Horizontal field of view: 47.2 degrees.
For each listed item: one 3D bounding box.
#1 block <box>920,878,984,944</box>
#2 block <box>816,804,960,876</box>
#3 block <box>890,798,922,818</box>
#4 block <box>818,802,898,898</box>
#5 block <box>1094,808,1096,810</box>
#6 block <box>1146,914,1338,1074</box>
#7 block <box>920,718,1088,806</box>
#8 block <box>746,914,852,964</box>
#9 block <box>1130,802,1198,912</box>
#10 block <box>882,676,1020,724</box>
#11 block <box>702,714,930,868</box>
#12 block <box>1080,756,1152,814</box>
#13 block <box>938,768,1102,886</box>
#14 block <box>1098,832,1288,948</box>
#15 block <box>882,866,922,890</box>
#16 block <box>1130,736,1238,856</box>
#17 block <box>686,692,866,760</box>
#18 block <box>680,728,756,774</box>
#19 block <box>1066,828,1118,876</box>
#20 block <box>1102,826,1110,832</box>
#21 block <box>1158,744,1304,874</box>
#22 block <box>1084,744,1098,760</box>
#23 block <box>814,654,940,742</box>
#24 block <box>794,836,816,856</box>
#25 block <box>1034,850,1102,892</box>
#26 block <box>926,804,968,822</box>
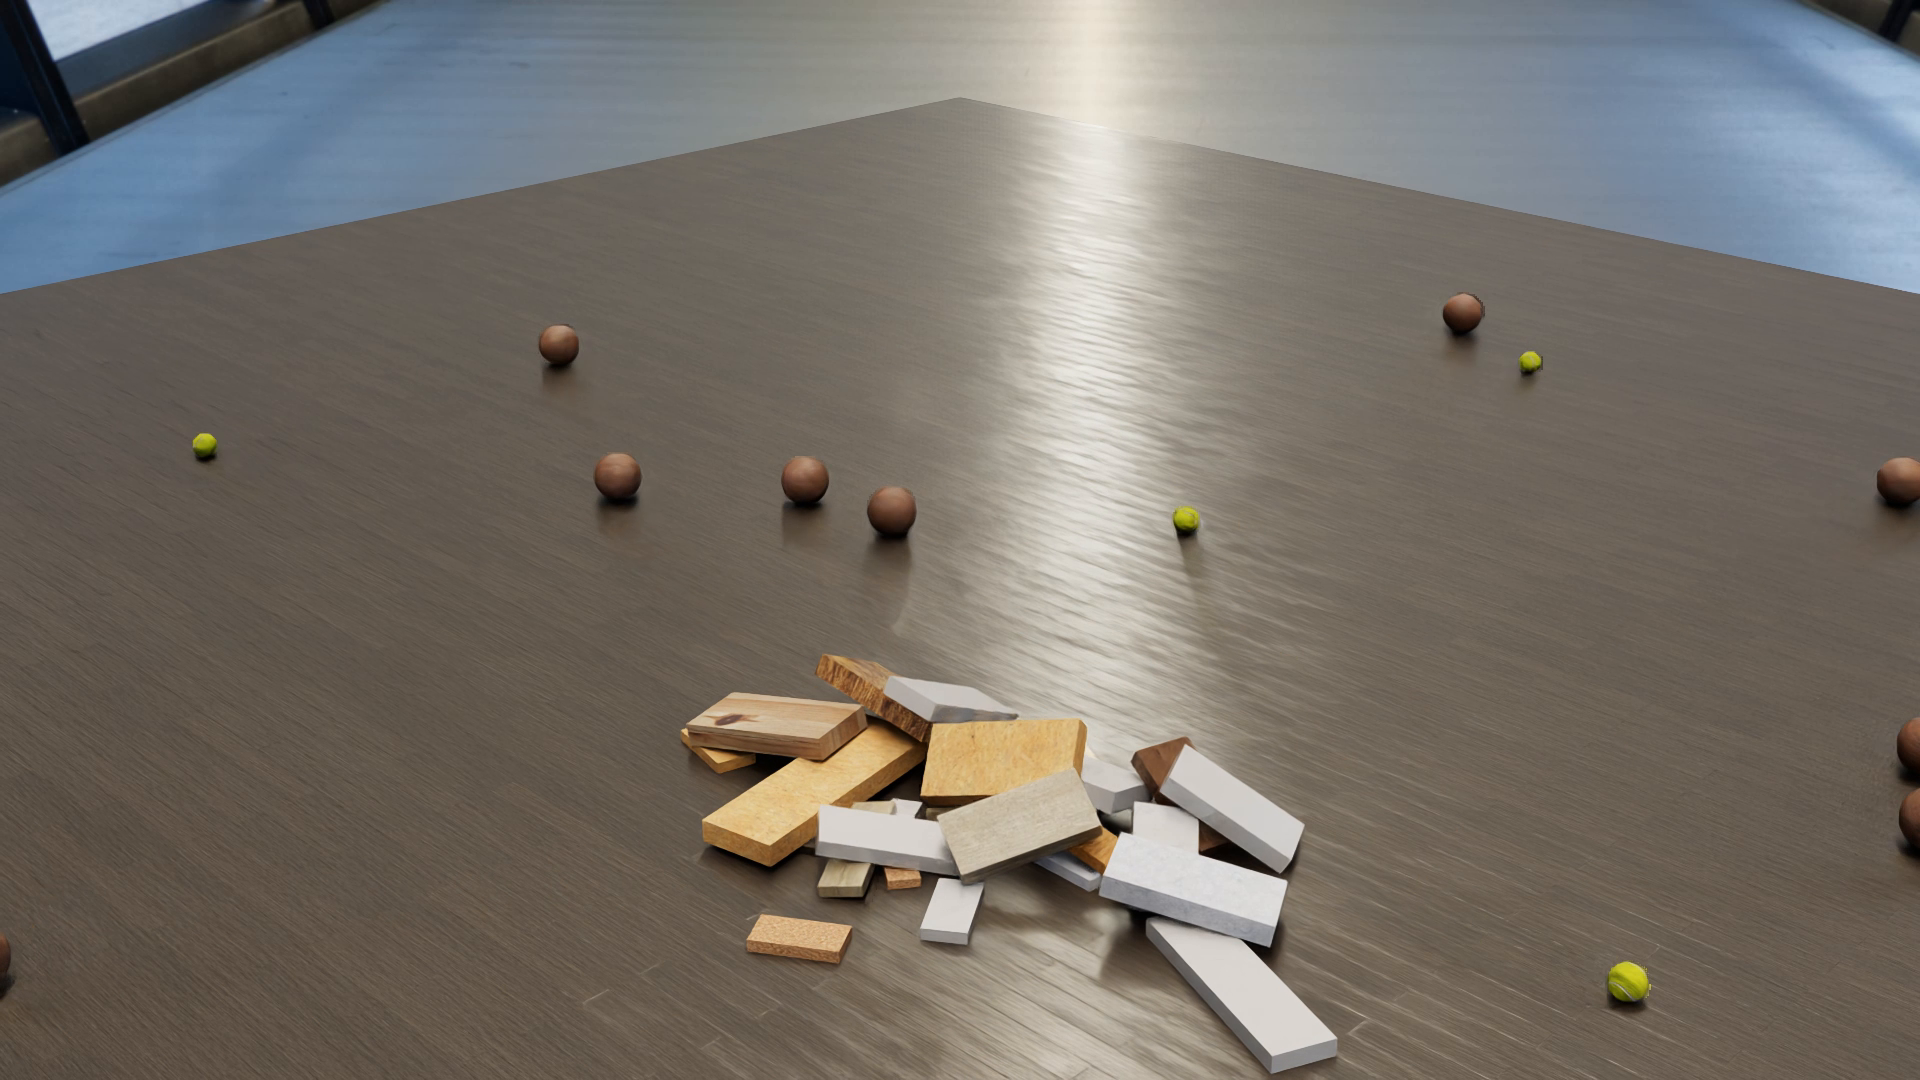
[{"bbox_3d":[-0.013,0.691,4.100,0.088,0.025,0.176,4,23,10],"label":"block"},{"bbox_3d":[-0.130,0.581,4.254,0.294,0.034,0.120,10,28,-7],"label":"block"},{"bbox_3d":[-0.124,0.561,4.415,0.064,0.018,0.128,6,24,14],"label":"block"},{"bbox_3d":[-0.198,0.600,4.283,0.087,0.025,0.300,-2,25,13],"label":"block"},{"bbox_3d":[0.147,0.503,4.438,0.239,0.034,0.120,19,16,40],"label":"block"},{"bbox_3d":[0.488,0.782,3.871,0.126,0.036,0.452,-9,25,-21],"label":"block"},{"bbox_3d":[0.087,0.444,4.391,0.322,0.046,0.161,-4,58,25],"label":"block"},{"bbox_3d":[-0.292,0.727,4.015,0.174,0.025,0.087,5,24,12],"label":"block"},{"bbox_3d":[0.389,0.607,4.186,0.126,0.036,0.252,8,38,0],"label":"block"},{"bbox_3d":[-0.017,0.345,4.627,0.141,0.040,0.283,28,10,38],"label":"block"},{"bbox_3d":[-0.283,0.500,4.464,0.171,0.048,0.526,15,28,32],"label":"block"},{"bbox_3d":[0.209,0.469,4.452,0.337,0.046,0.161,17,13,32],"label":"block"},{"bbox_3d":[0.114,0.546,4.203,0.283,0.040,0.141,-19,52,-8],"label":"block"},{"bbox_3d":[0.431,0.642,4.053,0.322,0.046,0.161,15,26,10],"label":"block"},{"bbox_3d":[-0.117,0.631,4.251,0.064,0.018,0.128,-4,23,-9],"label":"block"},{"bbox_3d":[0.458,0.512,4.367,0.126,0.036,0.252,-13,53,-28],"label":"block"},{"bbox_3d":[-0.388,0.391,4.643,0.342,0.048,0.171,3,22,31],"label":"block"},{"bbox_3d":[-0.516,0.440,4.691,0.088,0.025,0.176,-14,27,-30],"label":"block"},{"bbox_3d":[0.294,0.610,4.212,0.175,0.025,0.088,34,35,19],"label":"block"},{"bbox_3d":[0.228,0.566,4.348,0.088,0.025,0.175,3,13,-25],"label":"block"},{"bbox_3d":[0.533,0.525,4.302,0.283,0.040,0.141,34,29,4],"label":"block"},{"bbox_3d":[0.226,0.475,4.597,0.120,0.034,0.239,-7,24,-15],"label":"block"},{"bbox_3d":[-0.133,0.341,4.668,0.342,0.048,0.171,28,10,39],"label":"block"},{"bbox_3d":[-0.326,0.591,4.344,0.128,0.018,0.064,8,24,18],"label":"block"},{"bbox_3d":[0.218,0.622,4.264,0.088,0.025,0.176,-20,30,-39],"label":"block"},{"bbox_3d":[0.011,0.549,4.440,0.143,0.020,0.072,7,24,17],"label":"block"}]
